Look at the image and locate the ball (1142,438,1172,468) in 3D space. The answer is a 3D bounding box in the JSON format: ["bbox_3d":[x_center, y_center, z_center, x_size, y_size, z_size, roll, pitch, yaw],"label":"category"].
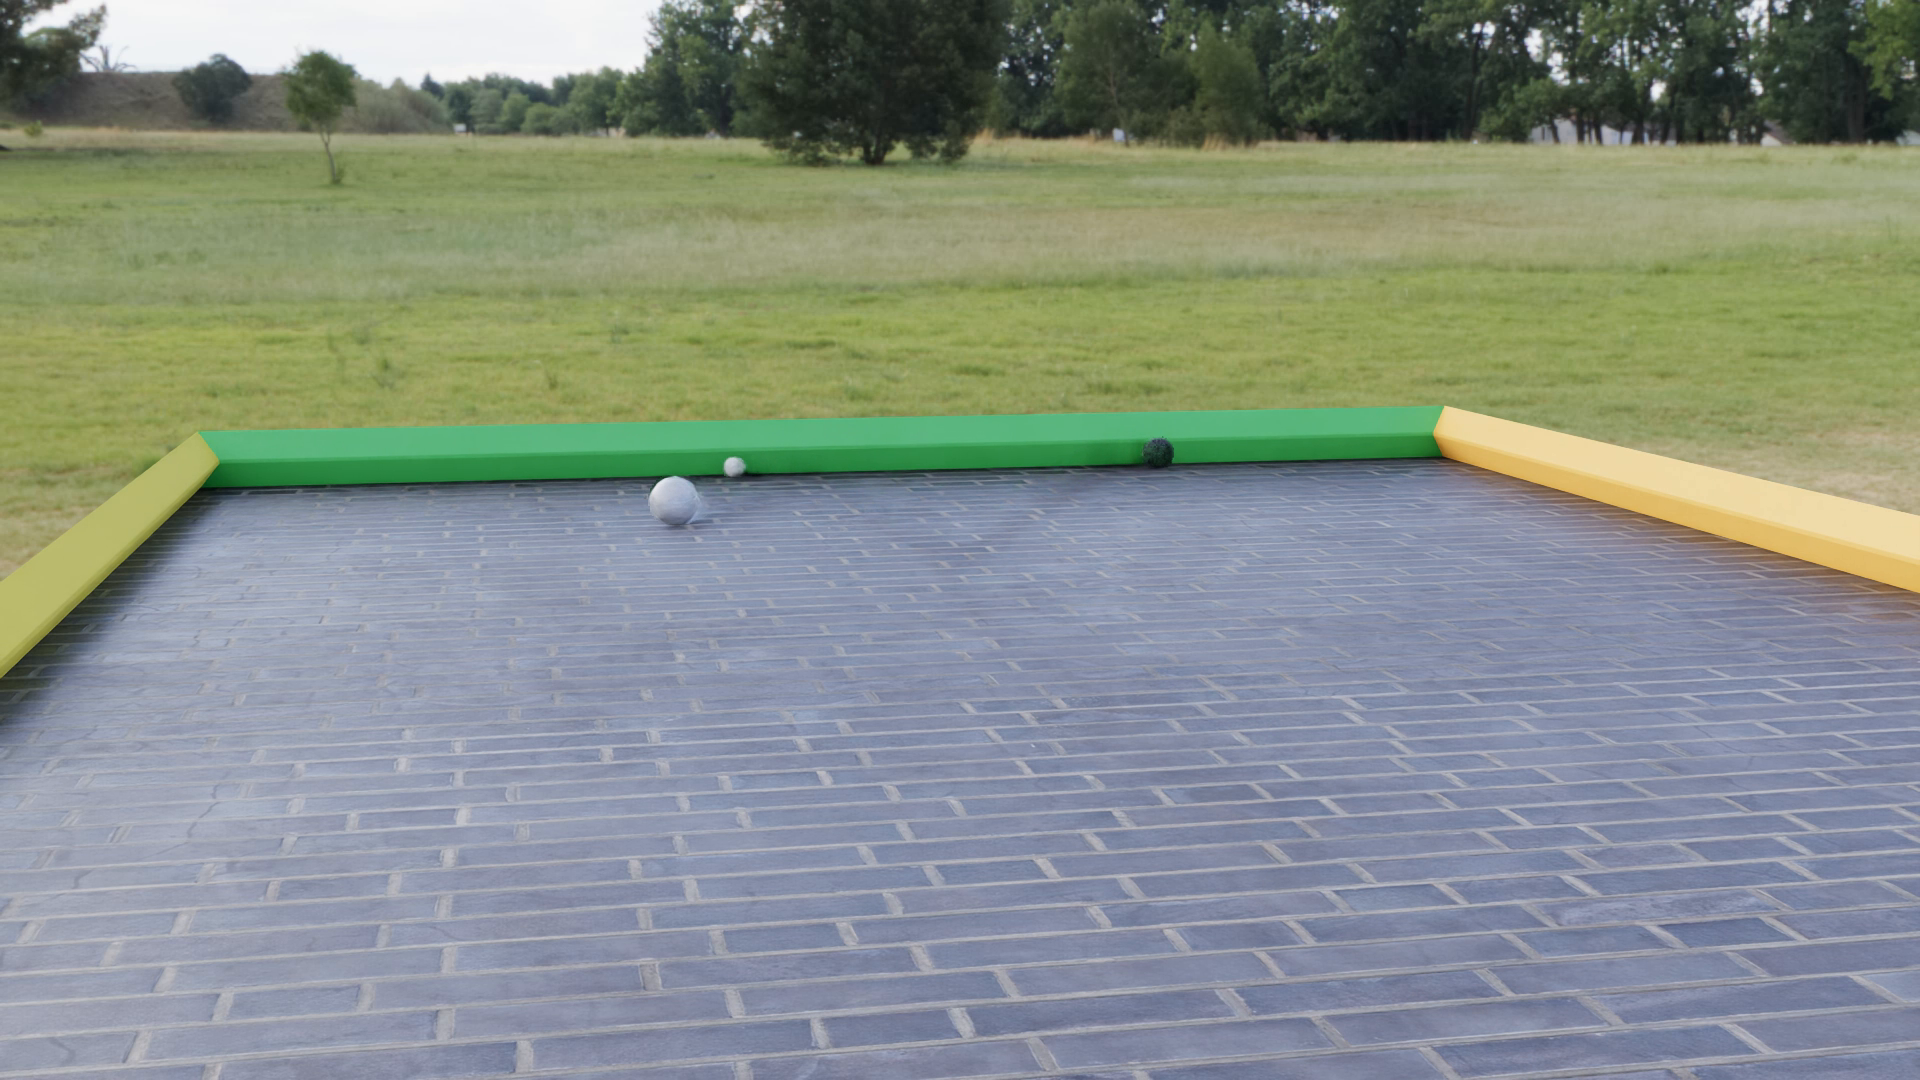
[{"bbox_3d":[0.414,-0.183,4.614,0.063,0.063,0.063,0,9,0],"label":"ball"}]

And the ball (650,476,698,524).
[{"bbox_3d":[-0.497,-0.069,3.831,0.084,0.084,0.084,0,9,0],"label":"ball"}]

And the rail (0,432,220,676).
[{"bbox_3d":[-1.037,0.180,2.184,0.045,0.109,4.391,-2,9,-11],"label":"rail"}]

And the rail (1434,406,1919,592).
[{"bbox_3d":[1.469,0.101,2.681,0.045,0.109,4.391,-2,9,-11],"label":"rail"}]

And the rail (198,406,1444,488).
[{"bbox_3d":[-0.211,-0.194,4.535,2.603,0.109,0.045,-2,9,-11],"label":"rail"}]

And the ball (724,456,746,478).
[{"bbox_3d":[-0.457,-0.148,4.459,0.043,0.043,0.043,0,9,0],"label":"ball"}]
